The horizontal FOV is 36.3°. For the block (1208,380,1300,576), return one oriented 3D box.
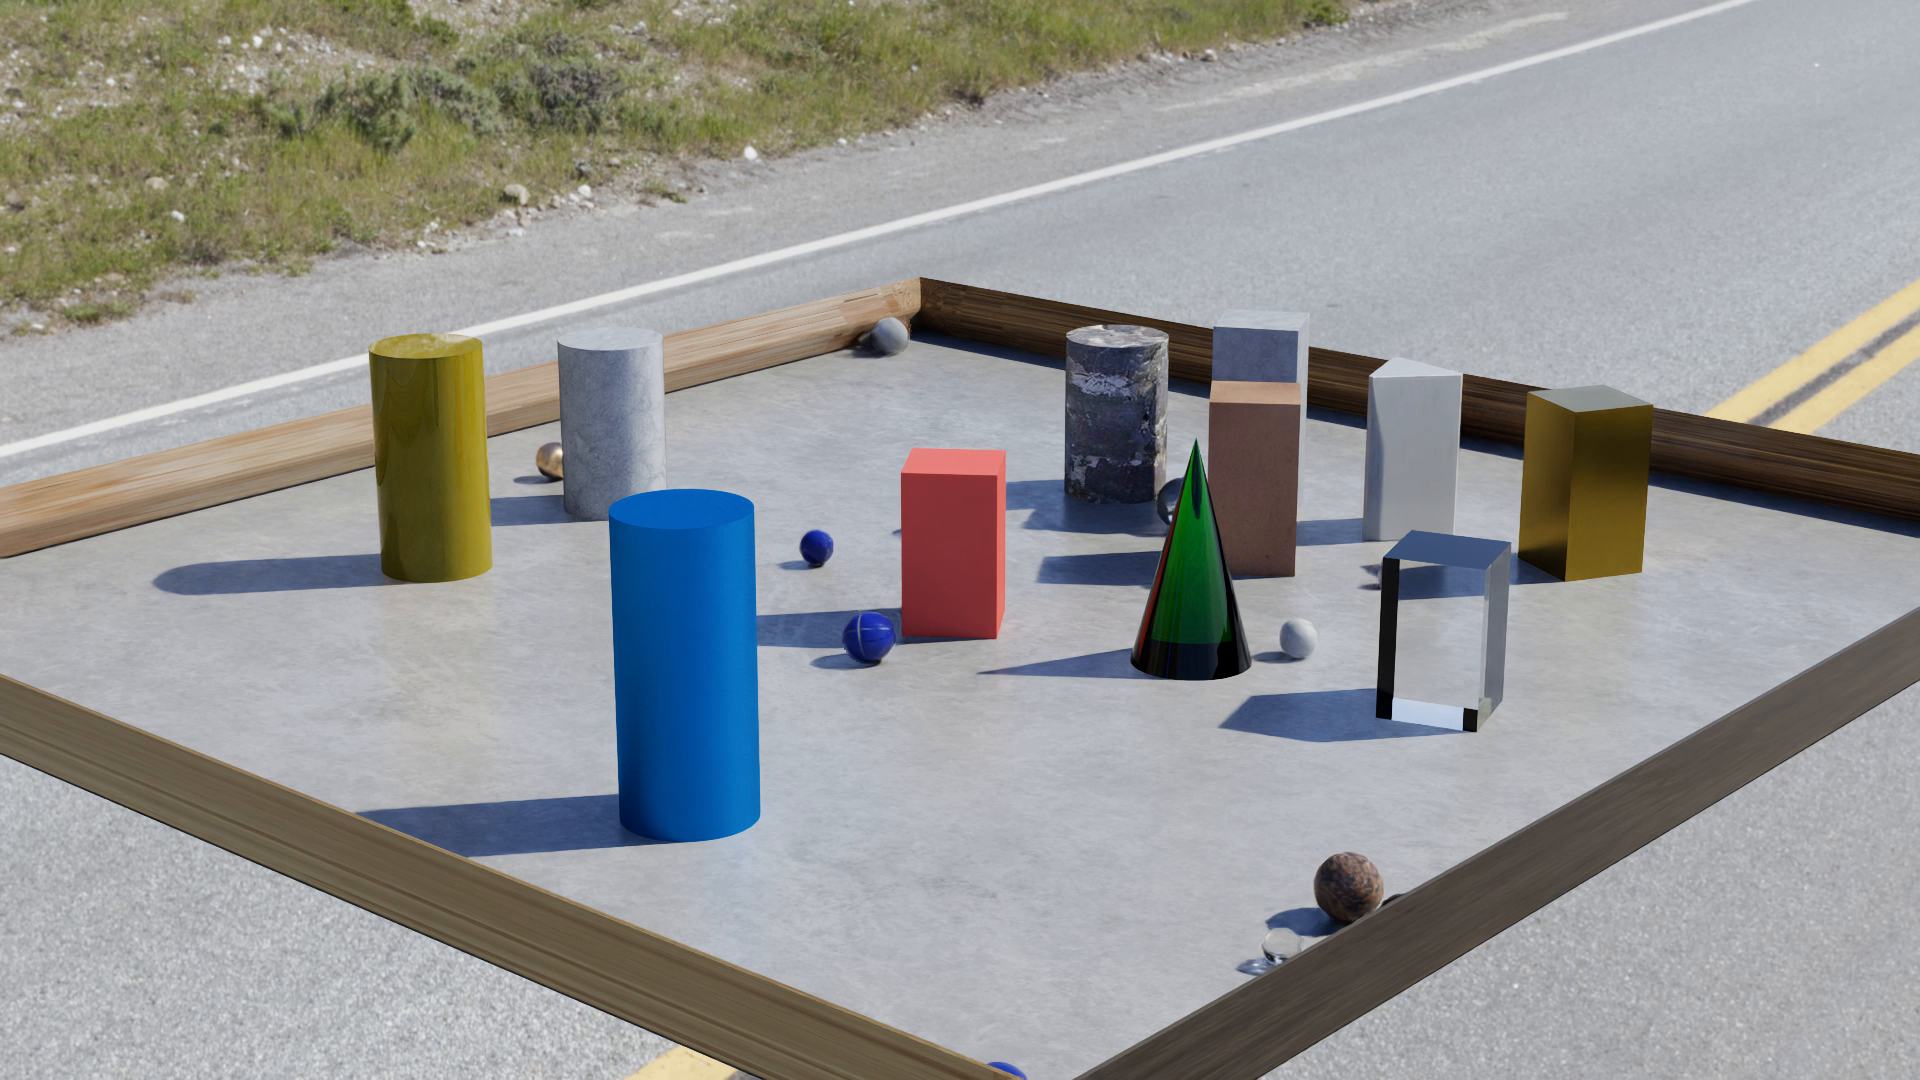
[{"bbox_3d":[0.527,-0.111,5.276,0.160,0.317,0.160,2,17,6],"label":"block"}]

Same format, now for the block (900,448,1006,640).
[{"bbox_3d":[-0.010,0.004,4.948,0.160,0.284,0.160,2,17,6],"label":"block"}]

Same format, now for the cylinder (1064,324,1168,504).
[{"bbox_3d":[0.305,-0.247,5.735,0.200,0.312,0.200,0,17,0],"label":"cylinder"}]

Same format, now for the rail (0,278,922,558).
[{"bbox_3d":[-1.085,-0.239,6.021,0.045,0.130,3.065,14,22,39],"label":"rail"}]

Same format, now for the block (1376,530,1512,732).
[{"bbox_3d":[0.749,0.139,4.543,0.160,0.260,0.160,7,18,23],"label":"block"}]

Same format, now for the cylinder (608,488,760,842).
[{"bbox_3d":[-0.383,0.173,4.095,0.200,0.453,0.200,0,17,0],"label":"cylinder"}]

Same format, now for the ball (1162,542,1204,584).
[{"bbox_3d":[0.396,0.041,5.193,0.074,0.074,0.074,0,17,0],"label":"ball"}]

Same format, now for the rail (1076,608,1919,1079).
[{"bbox_3d":[1.085,0.304,4.218,0.045,0.130,3.065,14,22,39],"label":"rail"}]

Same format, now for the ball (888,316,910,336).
[{"bbox_3d":[-0.156,-0.497,6.983,0.073,0.073,0.073,0,17,0],"label":"ball"}]

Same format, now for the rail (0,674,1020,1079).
[{"bbox_3d":[-0.989,0.361,4.029,2.920,0.130,0.045,14,22,39],"label":"rail"}]

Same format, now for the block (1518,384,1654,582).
[{"bbox_3d":[1.121,-0.104,5.262,0.160,0.311,0.160,-6,18,-20],"label":"block"}]

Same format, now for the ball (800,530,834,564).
[{"bbox_3d":[-0.259,0.013,5.303,0.063,0.063,0.063,0,17,0],"label":"ball"}]

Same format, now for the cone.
[{"bbox_3d":[0.378,0.016,4.746,0.200,0.379,0.200,0,17,0],"label":"cone"}]

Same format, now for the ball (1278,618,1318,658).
[{"bbox_3d":[0.555,0.161,4.812,0.064,0.064,0.064,0,17,0],"label":"ball"}]

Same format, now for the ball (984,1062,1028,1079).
[{"bbox_3d":[0.042,0.620,3.255,0.082,0.082,0.082,0,17,0],"label":"ball"}]

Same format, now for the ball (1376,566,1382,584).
[{"bbox_3d":[0.757,0.062,5.177,0.042,0.042,0.042,0,17,0],"label":"ball"}]

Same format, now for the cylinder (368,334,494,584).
[{"bbox_3d":[-0.944,-0.148,5.239,0.200,0.408,0.200,0,17,0],"label":"cylinder"}]

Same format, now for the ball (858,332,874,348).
[{"bbox_3d":[-0.221,-0.474,6.961,0.041,0.041,0.041,0,17,0],"label":"ball"}]

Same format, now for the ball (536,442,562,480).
[{"bbox_3d":[-0.810,-0.159,5.855,0.074,0.074,0.074,0,17,0],"label":"ball"}]

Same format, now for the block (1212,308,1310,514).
[{"bbox_3d":[0.570,-0.236,5.591,0.160,0.375,0.160,4,17,13],"label":"block"}]

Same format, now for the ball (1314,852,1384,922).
[{"bbox_3d":[0.504,0.450,3.803,0.091,0.091,0.091,0,17,0],"label":"ball"}]

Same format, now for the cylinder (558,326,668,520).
[{"bbox_3d":[-0.666,-0.225,5.626,0.200,0.332,0.200,0,17,0],"label":"cylinder"}]

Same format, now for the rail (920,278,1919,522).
[{"bbox_3d":[0.989,-0.296,6.210,2.920,0.130,0.045,14,22,39],"label":"rail"}]

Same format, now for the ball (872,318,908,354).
[{"bbox_3d":[-0.166,-0.481,6.905,0.086,0.086,0.086,0,17,0],"label":"ball"}]

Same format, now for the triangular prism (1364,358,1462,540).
[{"bbox_3d":[0.828,-0.173,5.490,0.173,0.313,0.150,-2,17,-6],"label":"triangular prism"}]

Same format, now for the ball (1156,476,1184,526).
[{"bbox_3d":[0.419,-0.069,5.511,0.100,0.100,0.100,0,17,0],"label":"ball"}]

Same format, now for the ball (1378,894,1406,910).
[{"bbox_3d":[0.564,0.484,3.723,0.072,0.072,0.072,0,17,0],"label":"ball"}]

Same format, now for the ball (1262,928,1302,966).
[{"bbox_3d":[0.404,0.510,3.674,0.050,0.050,0.050,0,17,0],"label":"ball"}]

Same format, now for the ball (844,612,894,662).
[{"bbox_3d":[-0.148,0.158,4.788,0.083,0.083,0.083,0,17,0],"label":"ball"}]
